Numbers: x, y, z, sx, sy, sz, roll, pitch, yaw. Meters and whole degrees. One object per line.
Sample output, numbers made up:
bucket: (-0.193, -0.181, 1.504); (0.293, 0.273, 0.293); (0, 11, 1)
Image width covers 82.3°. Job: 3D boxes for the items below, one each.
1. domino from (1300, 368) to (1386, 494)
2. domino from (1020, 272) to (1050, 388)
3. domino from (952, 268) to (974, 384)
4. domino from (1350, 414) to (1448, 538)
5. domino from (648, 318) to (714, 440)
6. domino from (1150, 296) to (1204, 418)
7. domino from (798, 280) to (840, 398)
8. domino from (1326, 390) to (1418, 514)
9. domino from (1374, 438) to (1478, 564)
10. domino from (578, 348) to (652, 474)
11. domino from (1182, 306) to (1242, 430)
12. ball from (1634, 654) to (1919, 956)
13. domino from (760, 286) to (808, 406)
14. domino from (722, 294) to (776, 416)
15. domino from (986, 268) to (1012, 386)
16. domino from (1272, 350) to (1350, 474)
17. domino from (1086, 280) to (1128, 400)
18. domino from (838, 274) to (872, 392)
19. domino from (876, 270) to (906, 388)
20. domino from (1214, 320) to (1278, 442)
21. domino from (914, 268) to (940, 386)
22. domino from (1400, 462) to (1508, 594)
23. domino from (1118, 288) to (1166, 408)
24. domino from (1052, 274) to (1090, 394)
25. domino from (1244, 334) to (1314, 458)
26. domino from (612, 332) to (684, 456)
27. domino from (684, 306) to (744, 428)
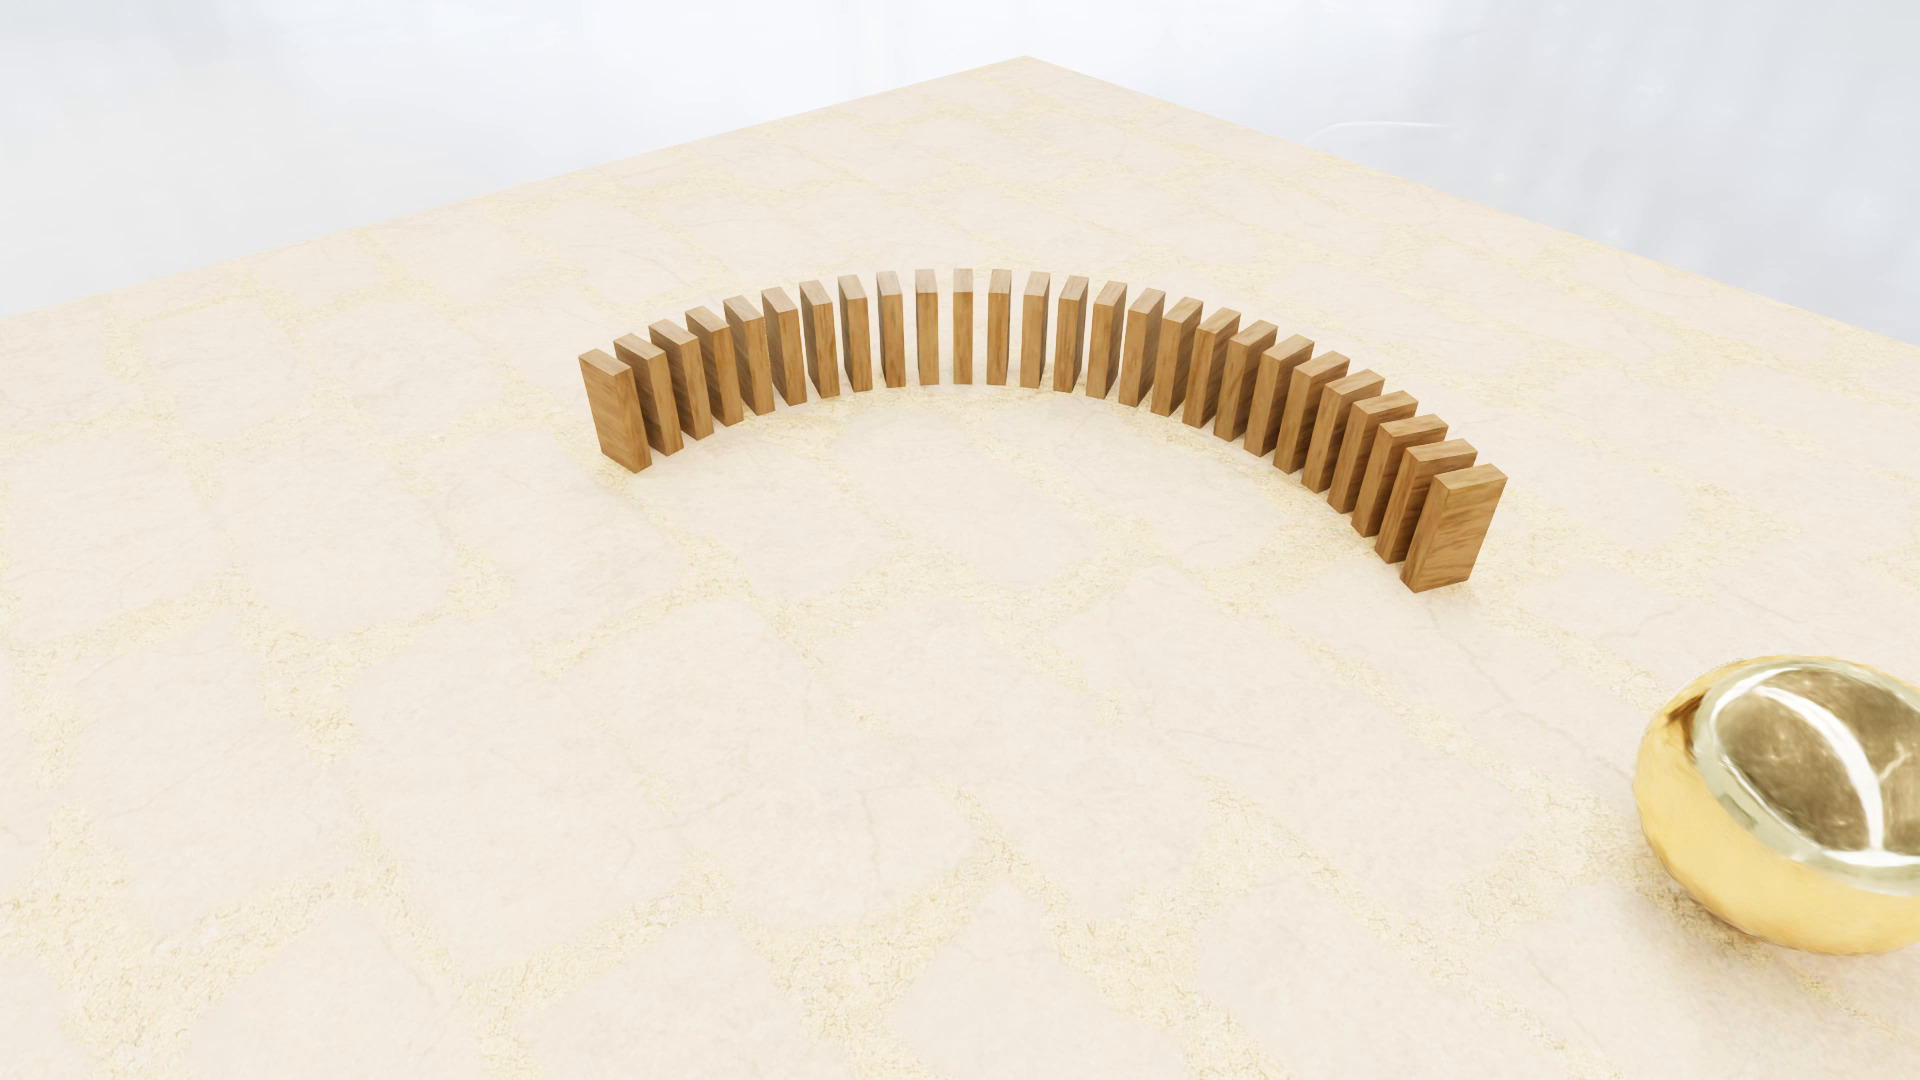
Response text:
domino: (0.162, -0.046, 0.467); (0.025, 0.050, 0.009); (-21, 44, -23)
domino: (0.037, -0.102, 0.536); (0.009, 0.050, 0.025); (7, 40, 9)
domino: (0.002, -0.104, 0.539); (0.010, 0.050, 0.025); (0, 39, 0)
domino: (0.176, -0.025, 0.442); (0.025, 0.050, 0.009); (-11, 41, -14)
domino: (-0.126, -0.073, 0.500); (0.025, 0.050, 0.010); (32, 49, 33)
domino: (0.102, -0.086, 0.516); (0.009, 0.050, 0.025); (22, 44, 25)
domino: (-0.067, -0.096, 0.529); (0.009, 0.050, 0.025); (-14, 41, -16)
domino: (0.170, -0.036, 0.455); (0.025, 0.050, 0.010); (-15, 42, -17)
domino: (0.181, -0.015, 0.429); (0.025, 0.050, 0.009); (-10, 40, -12)
domino: (-0.150, -0.056, 0.480); (0.025, 0.050, 0.010); (29, 47, 30)
domino: (0.116, -0.079, 0.508); (0.009, 0.050, 0.025); (26, 46, 28)
ball: (0.231, 0.071, 0.301); (0.080, 0.080, 0.080); (0, 39, 0)
domino: (-0.084, -0.092, 0.524); (0.009, 0.050, 0.025); (-18, 42, -20)
domino: (-0.099, -0.086, 0.517); (0.009, 0.050, 0.025); (-21, 44, -24)
domino: (0.019, -0.104, 0.538); (0.010, 0.050, 0.025); (4, 39, 5)
domino: (0.153, -0.055, 0.479); (0.025, 0.050, 0.009); (-25, 45, -27)
domino: (0.070, -0.096, 0.528); (0.009, 0.050, 0.025); (14, 41, 17)
domino: (-0.051, -0.100, 0.533); (0.009, 0.050, 0.025); (-10, 40, -12)
domino: (-0.034, -0.102, 0.536); (0.009, 0.050, 0.025); (-7, 40, -8)
domino: (0.129, -0.072, 0.499); (0.010, 0.050, 0.025); (31, 48, 32)
domino: (-0.016, -0.104, 0.538); (0.010, 0.050, 0.025); (-3, 39, -4)
domino: (0.186, -0.004, 0.416); (0.025, 0.050, 0.010); (-12, 41, -14)
domino: (0.086, -0.091, 0.523); (0.010, 0.050, 0.025); (18, 43, 21)
domino: (0.054, -0.099, 0.533); (0.010, 0.050, 0.025); (11, 40, 13)
domino: (0.142, -0.064, 0.489); (0.025, 0.050, 0.010); (-29, 47, -31)
domino: (-0.138, -0.064, 0.490); (0.025, 0.050, 0.010); (29, 48, 31)
domino: (-0.113, -0.080, 0.509); (0.009, 0.050, 0.025); (-27, 46, -29)
